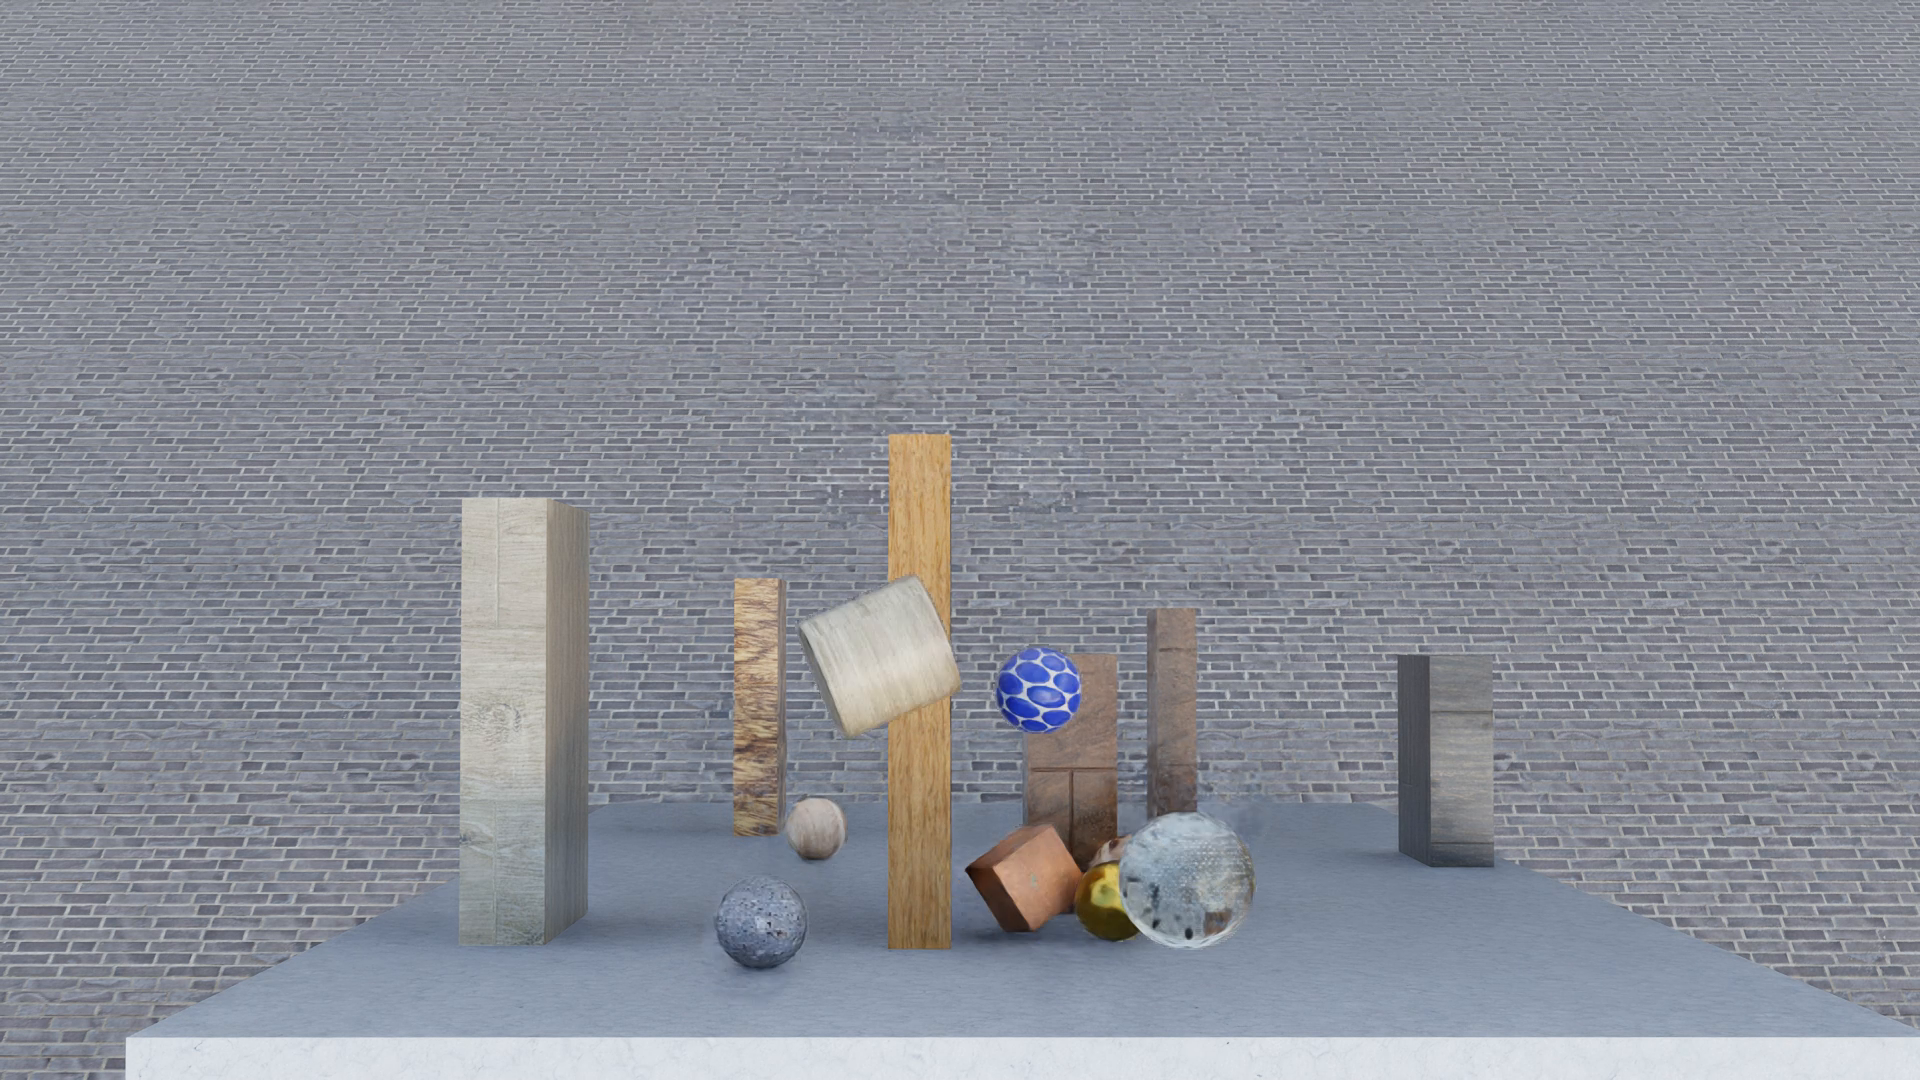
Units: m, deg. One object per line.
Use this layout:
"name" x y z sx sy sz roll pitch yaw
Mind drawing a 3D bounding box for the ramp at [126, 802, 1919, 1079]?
"ramp" 0.079 0.672 4.867 2.000 0.100 4.000 0 -2 0

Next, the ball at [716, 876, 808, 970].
"ball" -0.264 0.510 3.460 0.122 0.122 0.122 0 36 0

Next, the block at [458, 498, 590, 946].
"block" -0.656 0.268 3.948 0.122 0.641 0.435 0 -2 0

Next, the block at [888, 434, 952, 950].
"block" -0.058 0.222 3.908 0.088 0.730 0.436 0 -2 0

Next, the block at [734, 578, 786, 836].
"block" -0.451 0.375 5.890 0.096 0.569 0.292 0 -2 0

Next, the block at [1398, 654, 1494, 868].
"block" 0.960 0.431 5.156 0.121 0.403 0.366 0 -2 0

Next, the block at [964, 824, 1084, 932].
"block" 0.100 0.502 3.854 0.113 0.113 0.113 -34 6 -22

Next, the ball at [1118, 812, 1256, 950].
"ball" 0.318 0.478 3.658 0.193 0.193 0.193 0 36 0

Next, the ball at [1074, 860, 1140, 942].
"ball" 0.224 0.524 3.772 0.116 0.116 0.116 0 36 0

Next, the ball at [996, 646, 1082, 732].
"ball" 0.104 0.197 3.419 0.114 0.114 0.114 0 36 0

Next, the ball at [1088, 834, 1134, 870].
"ball" 0.263 0.521 3.979 0.138 0.138 0.138 0 36 0

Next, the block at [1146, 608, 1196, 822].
"block" 0.478 0.407 5.880 0.086 0.503 0.317 0 -2 0

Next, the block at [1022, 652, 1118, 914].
"block" 0.179 0.396 4.335 0.142 0.412 0.391 0 -2 0

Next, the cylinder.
"cylinder" -0.105 0.151 3.359 0.162 0.162 0.162 -23 40 -8

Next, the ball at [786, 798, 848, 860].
"ball" -0.284 0.570 5.132 0.123 0.123 0.123 0 36 0
